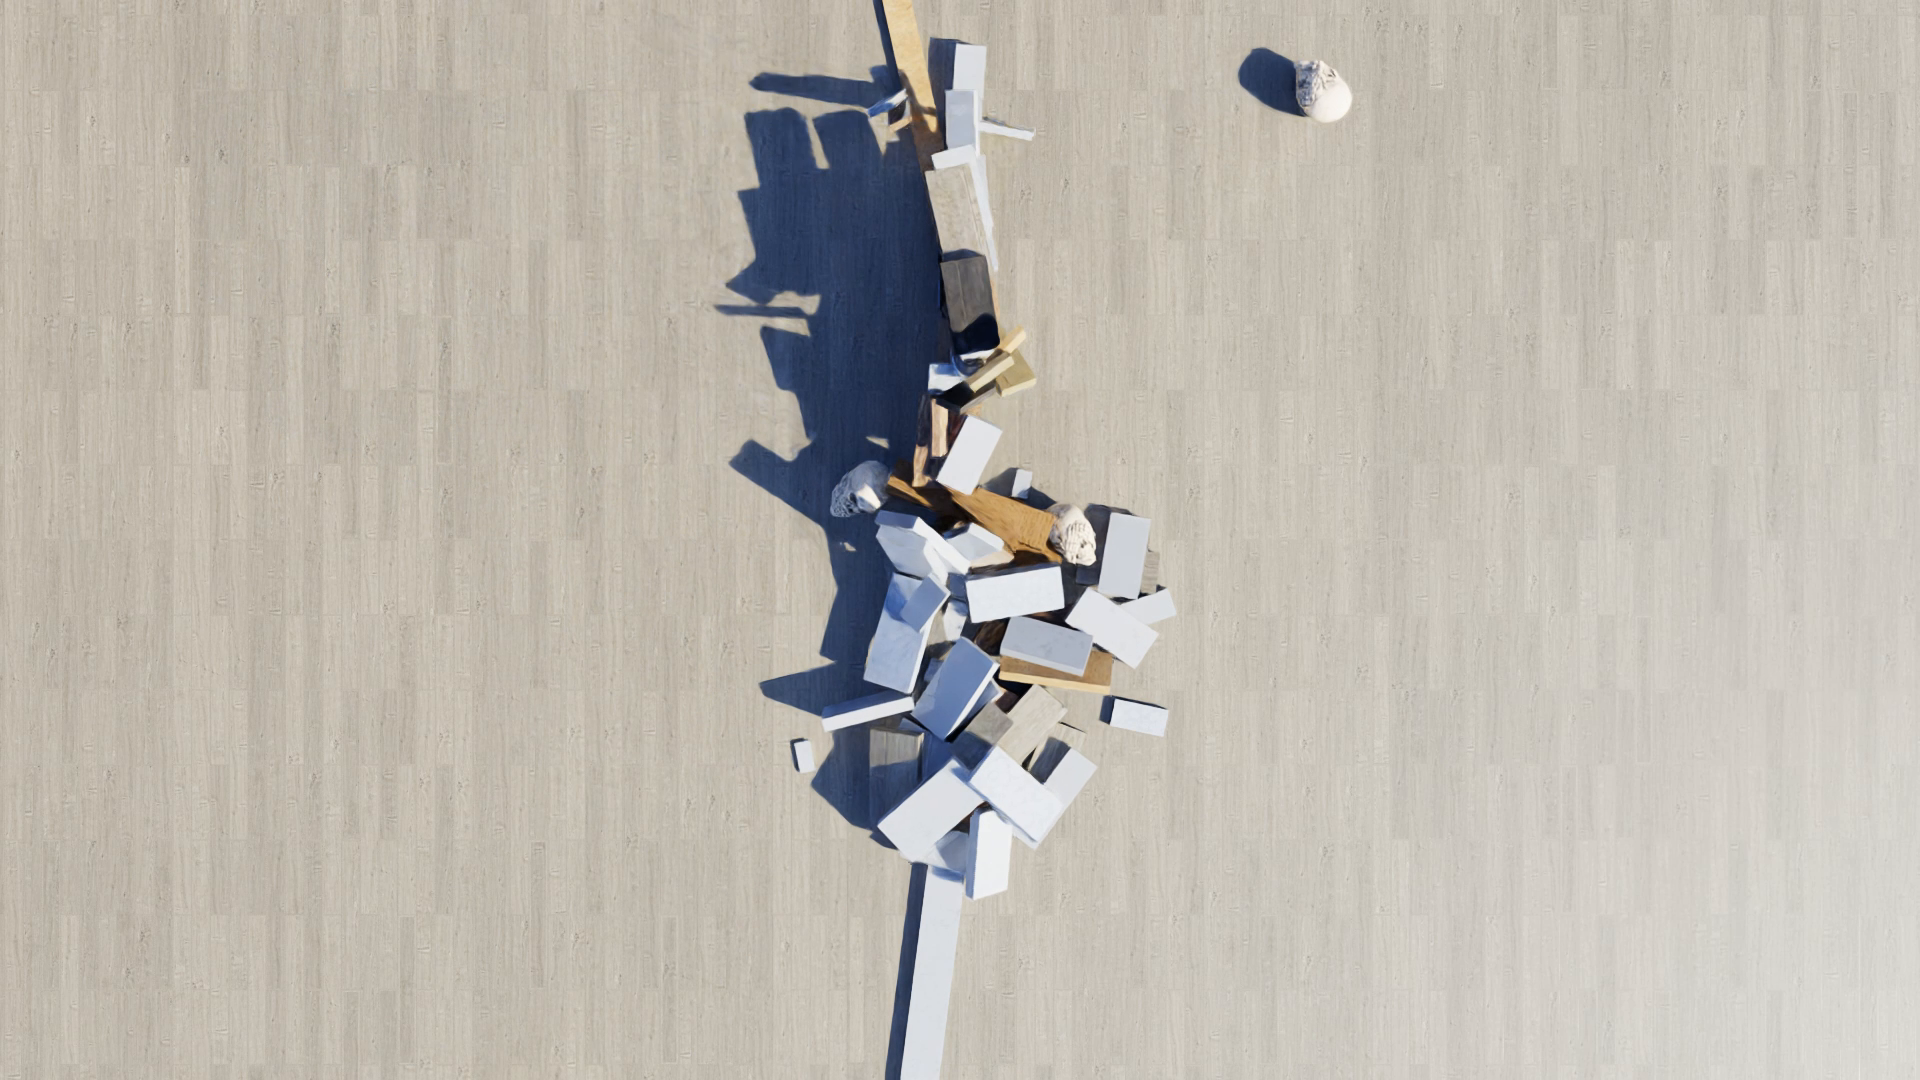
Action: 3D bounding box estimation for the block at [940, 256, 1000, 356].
[{"bbox_3d":[0.031,-0.720,5.071,0.142,0.040,0.284,-10,96,-4],"label":"block"}]

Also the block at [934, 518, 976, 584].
[{"bbox_3d":[-0.015,0.032,5.437,0.113,0.032,0.227,-6,115,0],"label":"block"}]

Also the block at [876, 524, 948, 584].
[{"bbox_3d":[-0.150,0.052,5.270,0.162,0.323,0.046,17,73,18],"label":"block"}]

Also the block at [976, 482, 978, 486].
[{"bbox_3d":[-0.021,-0.268,5.418,0.151,0.043,0.302,-3,101,0],"label":"block"}]

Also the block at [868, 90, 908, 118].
[{"bbox_3d":[-0.236,-1.429,5.396,0.093,0.186,0.026,-20,109,19],"label":"block"}]

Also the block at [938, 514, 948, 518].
[{"bbox_3d":[-0.017,-0.108,5.413,0.113,0.032,0.227,-9,113,1],"label":"block"}]

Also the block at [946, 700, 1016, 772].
[{"bbox_3d":[0.069,0.638,5.363,0.108,0.031,0.216,42,94,14],"label":"block"}]

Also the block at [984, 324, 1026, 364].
[{"bbox_3d":[0.138,-0.581,5.014,0.022,0.076,0.152,42,84,14],"label":"block"}]

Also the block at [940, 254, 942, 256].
[{"bbox_3d":[0.008,-0.903,5.229,0.133,0.038,0.265,-8,96,-4],"label":"block"}]

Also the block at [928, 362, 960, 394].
[{"bbox_3d":[-0.032,-0.411,5.262,0.148,0.042,0.296,4,102,-1],"label":"block"}]

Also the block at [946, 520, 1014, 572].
[{"bbox_3d":[0.054,0.030,5.396,0.227,0.032,0.113,35,106,-17],"label":"block"}]

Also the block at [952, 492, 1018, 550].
[{"bbox_3d":[0.080,-0.061,5.227,0.239,0.119,0.034,38,85,9],"label":"block"}]

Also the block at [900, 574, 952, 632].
[{"bbox_3d":[-0.113,0.203,5.302,0.092,0.026,0.184,45,121,15],"label":"block"}]

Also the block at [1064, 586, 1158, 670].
[{"bbox_3d":[0.500,0.289,5.451,0.281,0.040,0.140,34,90,-2],"label":"block"}]

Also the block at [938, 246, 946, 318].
[{"bbox_3d":[0.006,-0.818,5.359,0.141,0.040,0.283,-3,82,-1],"label":"block"}]

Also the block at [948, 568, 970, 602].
[{"bbox_3d":[0.000,0.158,5.464,0.069,0.020,0.139,-2,113,0],"label":"block"}]

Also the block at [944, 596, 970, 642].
[{"bbox_3d":[-0.019,0.265,5.473,0.069,0.020,0.139,19,104,0],"label":"block"}]

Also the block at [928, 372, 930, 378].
[{"bbox_3d":[-0.019,-0.408,5.435,0.151,0.043,0.302,-4,101,0],"label":"block"}]

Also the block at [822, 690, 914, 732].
[{"bbox_3d":[-0.301,0.553,5.422,0.301,0.150,0.043,-14,100,0],"label":"block"}]

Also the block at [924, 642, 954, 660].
[{"bbox_3d":[-0.063,0.368,5.478,0.157,0.022,0.078,41,107,0],"label":"block"}]

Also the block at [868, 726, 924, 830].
[{"bbox_3d":[-0.211,0.791,5.413,0.169,0.048,0.338,6,101,21],"label":"block"}]

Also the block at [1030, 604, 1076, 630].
[{"bbox_3d":[0.344,0.271,5.485,0.213,0.030,0.107,-9,90,0],"label":"block"}]

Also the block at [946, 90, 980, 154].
[{"bbox_3d":[0.007,-1.354,5.348,0.101,0.029,0.202,6,110,22],"label":"block"}]

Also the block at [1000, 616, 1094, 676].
[{"bbox_3d":[0.285,0.343,5.402,0.281,0.040,0.140,15,55,9],"label":"block"}]

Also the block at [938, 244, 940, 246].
[{"bbox_3d":[0.006,-0.863,5.423,0.141,0.040,0.438,-4,92,0],"label":"block"}]

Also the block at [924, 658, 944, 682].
[{"bbox_3d":[-0.034,0.450,5.467,0.157,0.022,0.078,18,110,-6],"label":"block"}]

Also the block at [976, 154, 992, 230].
[{"bbox_3d":[0.021,-1.109,5.367,0.141,0.040,0.283,-4,79,-1],"label":"block"}]

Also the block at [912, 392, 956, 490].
[{"bbox_3d":[-0.067,-0.313,5.239,0.148,0.042,0.296,4,103,-1],"label":"block"}]

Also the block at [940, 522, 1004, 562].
[{"bbox_3d":[0.027,0.010,5.246,0.125,0.250,0.035,30,69,-19],"label":"block"}]

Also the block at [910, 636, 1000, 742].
[{"bbox_3d":[-0.017,0.487,5.394,0.155,0.044,0.311,37,100,26],"label":"block"}]

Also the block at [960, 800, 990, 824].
[{"bbox_3d":[-0.023,0.855,5.455,0.253,0.036,0.126,14,90,13],"label":"block"}]

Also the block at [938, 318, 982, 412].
[{"bbox_3d":[0.001,-0.561,5.301,0.148,0.042,0.296,2,91,-1],"label":"block"}]

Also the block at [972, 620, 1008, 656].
[{"bbox_3d":[0.089,0.334,5.476,0.078,0.022,0.157,32,93,-14],"label":"block"}]

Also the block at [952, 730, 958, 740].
[{"bbox_3d":[-0.030,0.558,5.430,0.090,0.026,0.181,22,93,28],"label":"block"}]

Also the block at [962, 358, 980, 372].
[{"bbox_3d":[0.031,-0.594,5.207,0.066,0.019,0.132,-12,58,-17],"label":"block"}]

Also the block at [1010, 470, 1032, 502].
[{"bbox_3d":[0.205,-0.183,5.469,0.052,0.015,0.104,14,62,0],"label":"block"}]

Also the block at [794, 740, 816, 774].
[{"bbox_3d":[-0.516,0.721,5.493,0.050,0.014,0.101,-11,90,0],"label":"block"}]

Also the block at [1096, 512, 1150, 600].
[{"bbox_3d":[0.540,0.052,5.438,0.134,0.038,0.267,11,77,1],"label":"block"}]

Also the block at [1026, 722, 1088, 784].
[{"bbox_3d":[0.304,0.752,5.479,0.145,0.041,0.290,22,90,0],"label":"block"}]
